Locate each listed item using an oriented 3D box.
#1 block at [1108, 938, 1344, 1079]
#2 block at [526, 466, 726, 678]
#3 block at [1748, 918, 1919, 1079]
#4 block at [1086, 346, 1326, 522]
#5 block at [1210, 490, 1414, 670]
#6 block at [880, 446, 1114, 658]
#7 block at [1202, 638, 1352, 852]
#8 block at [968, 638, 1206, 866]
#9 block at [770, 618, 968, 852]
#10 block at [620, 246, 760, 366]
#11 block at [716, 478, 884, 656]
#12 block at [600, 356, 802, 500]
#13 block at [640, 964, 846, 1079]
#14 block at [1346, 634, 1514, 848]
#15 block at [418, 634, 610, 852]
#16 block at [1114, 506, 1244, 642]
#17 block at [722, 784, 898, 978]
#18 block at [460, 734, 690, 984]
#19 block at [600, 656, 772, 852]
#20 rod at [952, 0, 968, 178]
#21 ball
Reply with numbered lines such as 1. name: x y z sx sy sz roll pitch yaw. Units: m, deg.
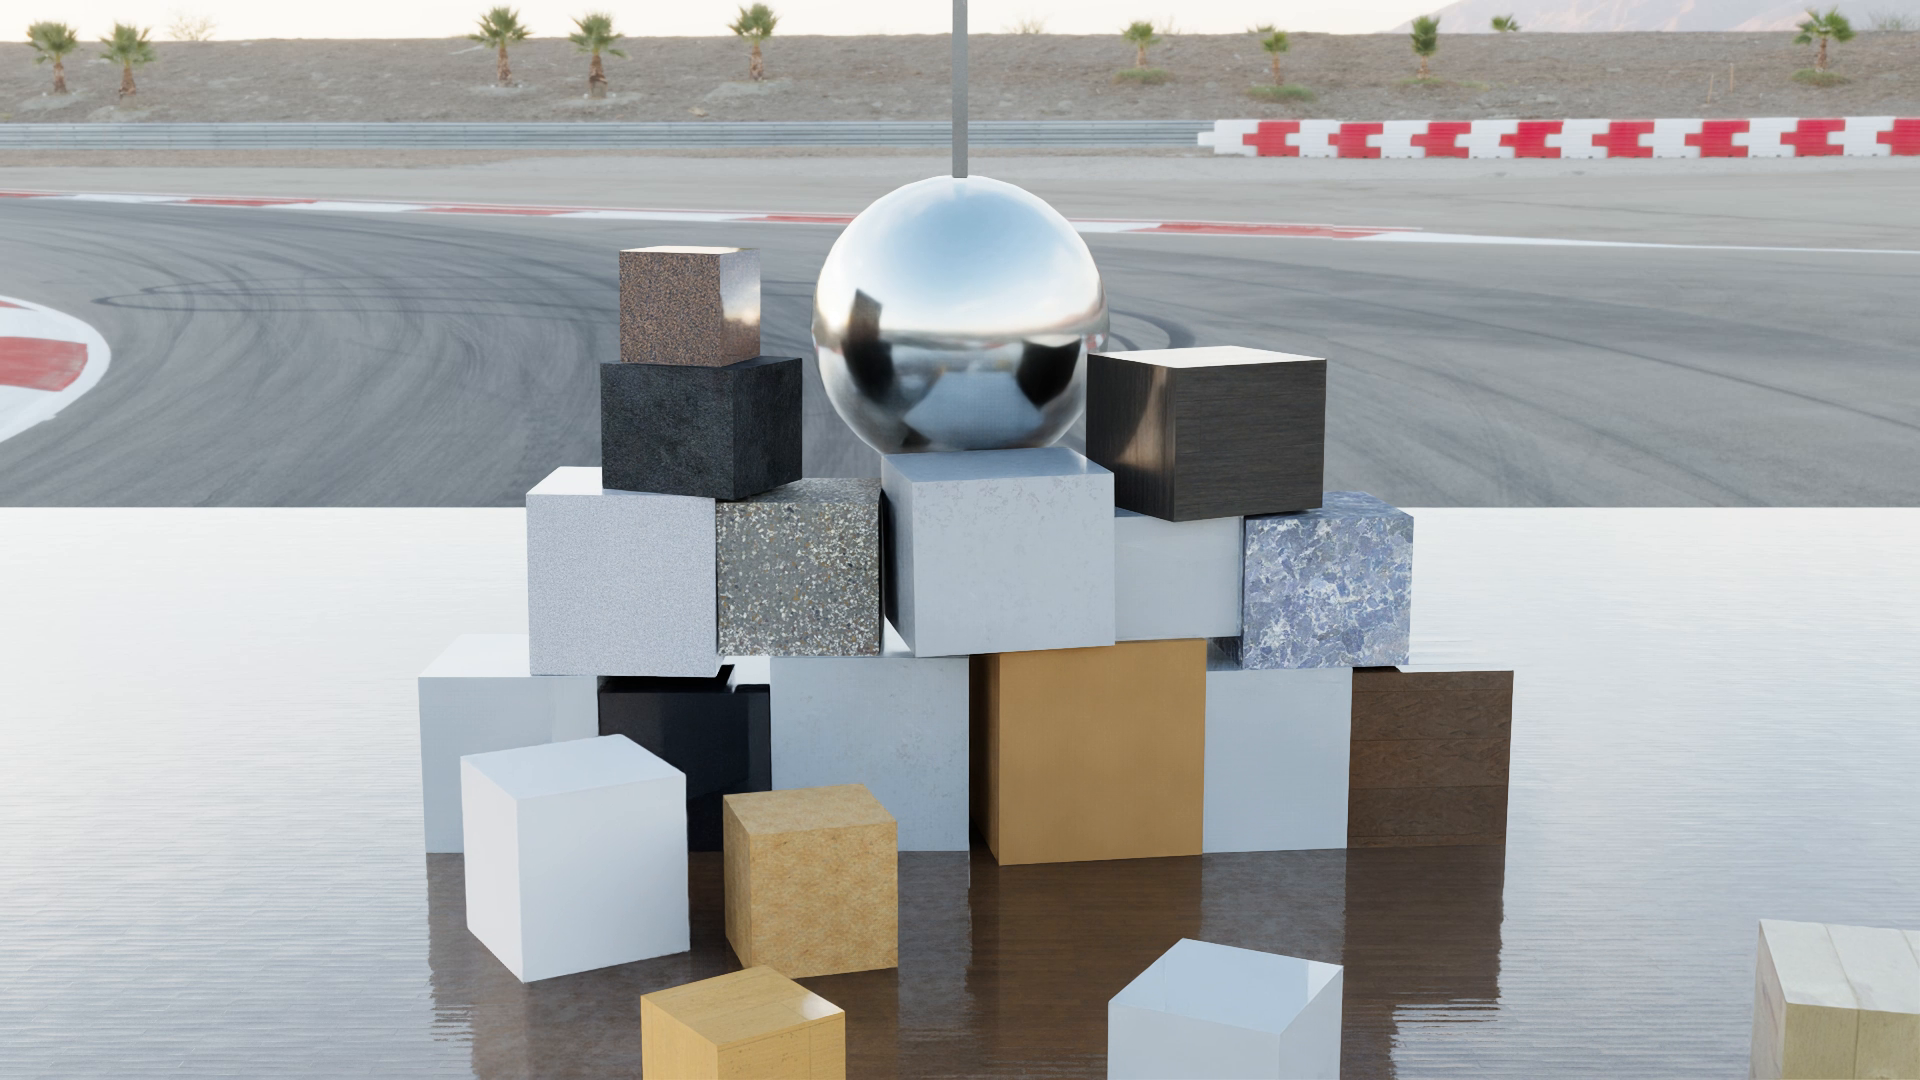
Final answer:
1. block: 0.916 1.842 7.566 0.599 0.668 0.671 5 12 27
2. block: -1.657 0.145 11.217 0.918 0.902 0.904 1 10 0
3. block: 3.107 1.814 7.376 0.771 0.792 0.793 3 11 14
4. block: 1.219 -0.549 10.988 0.886 0.739 0.801 -6 12 -28
5. block: 1.762 0.191 11.227 0.843 0.748 0.828 -1 10 -7
6. block: 0.172 0.037 10.915 0.976 0.840 0.949 -3 11 -11
7. block: 1.529 1.021 11.349 0.744 0.930 0.855 -1 10 -6
8. block: 0.627 0.965 11.210 1.029 1.091 0.900 -2 10 -9
9. block: -0.449 0.987 11.374 0.979 0.988 0.932 0 10 0
10. block: -1.338 -1.172 10.952 0.520 0.546 0.579 3 11 14
11. block: -0.796 0.123 11.215 0.791 0.768 0.806 0 10 0
12. block: -1.286 -0.590 11.026 0.736 0.624 0.736 5 11 22
13. block: -0.754 1.879 7.652 0.501 0.565 0.536 -7 13 -35
14. block: 2.321 1.027 11.393 0.819 0.903 0.795 -1 10 -4
15. block: -2.228 1.032 11.370 0.880 0.901 0.956 0 10 0
16. block: 0.989 0.118 11.102 0.673 0.614 0.727 -2 10 -11
17. block: -0.658 1.483 9.594 0.637 0.650 0.600 -3 11 -17
18. block: -1.704 1.382 9.717 0.758 0.804 0.759 -6 12 -29
19. block: -1.360 1.073 11.381 0.836 0.817 0.931 0 10 0
20. rod: 0.000 -4.381 10.707 0.080 5.200 0.080 0 17 0
21. ball: 0.000 -1.135 11.720 1.600 1.600 1.600 0 10 0
